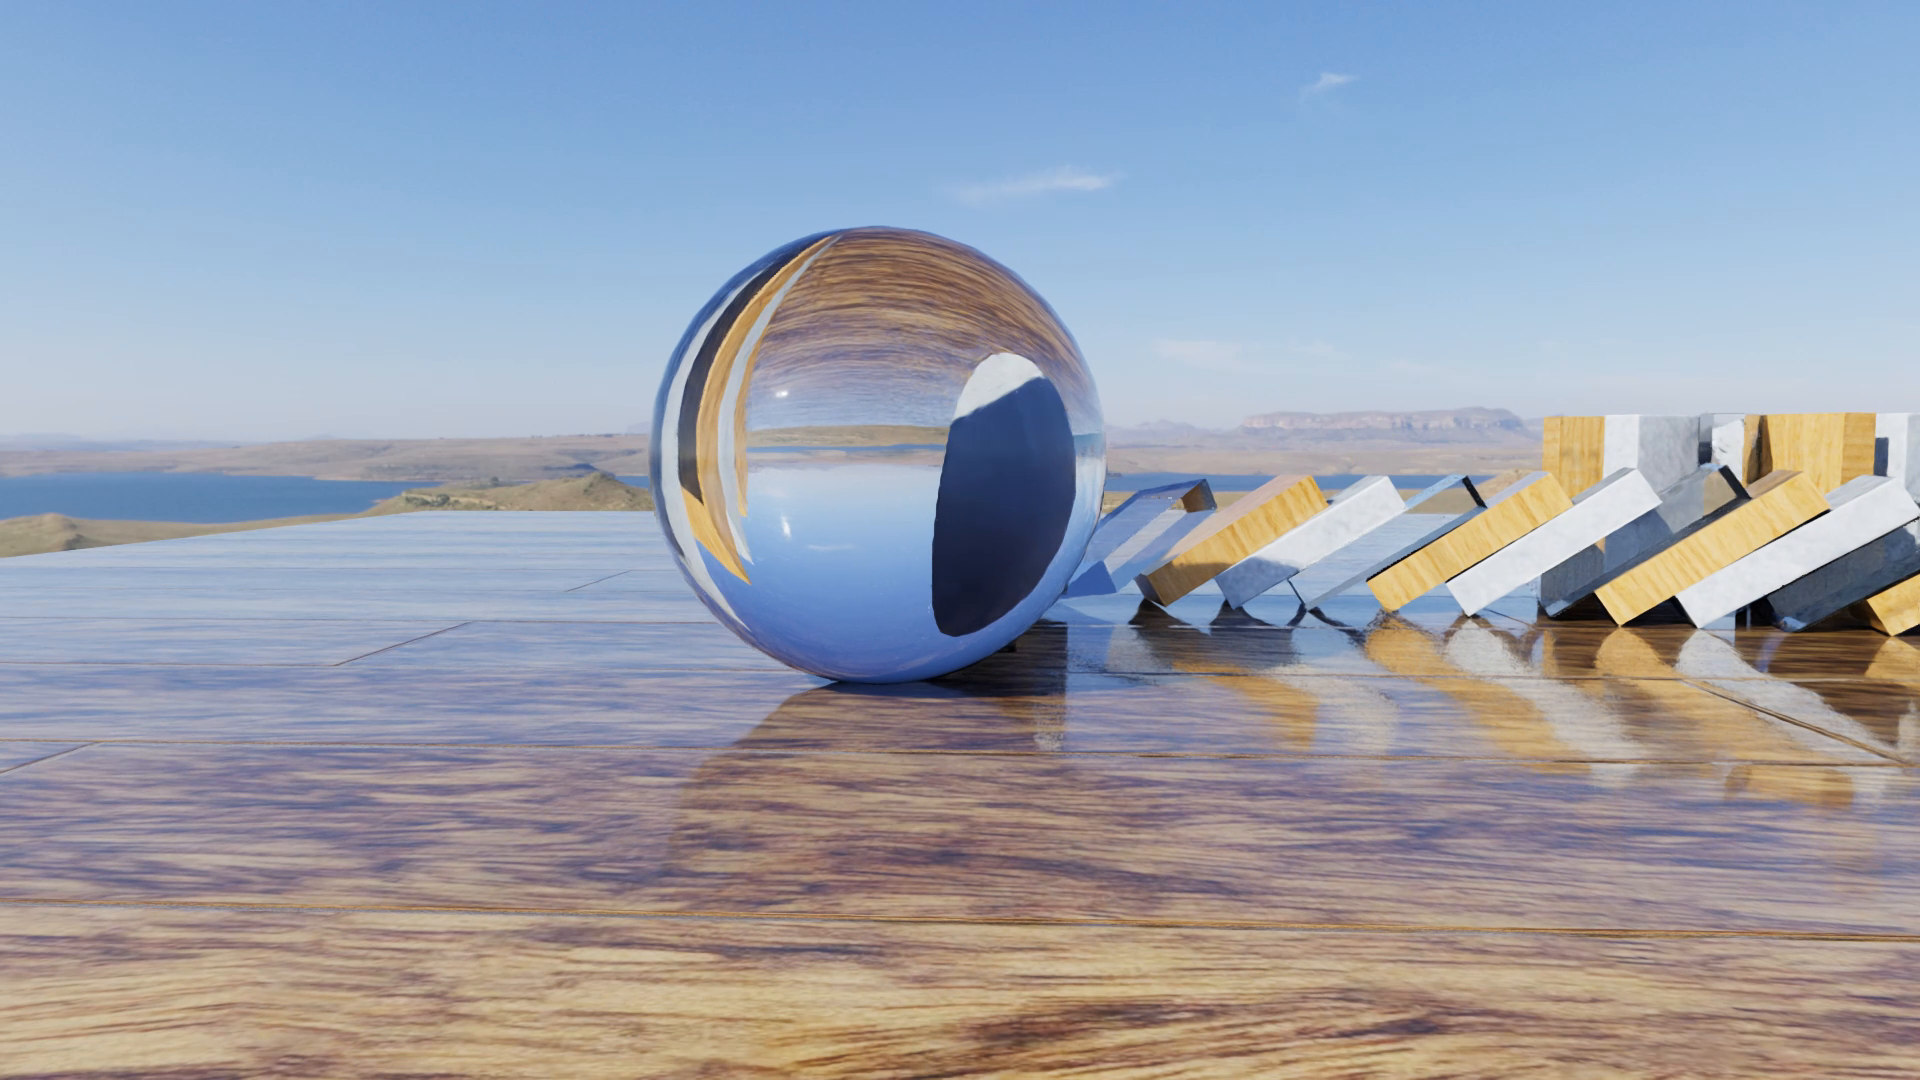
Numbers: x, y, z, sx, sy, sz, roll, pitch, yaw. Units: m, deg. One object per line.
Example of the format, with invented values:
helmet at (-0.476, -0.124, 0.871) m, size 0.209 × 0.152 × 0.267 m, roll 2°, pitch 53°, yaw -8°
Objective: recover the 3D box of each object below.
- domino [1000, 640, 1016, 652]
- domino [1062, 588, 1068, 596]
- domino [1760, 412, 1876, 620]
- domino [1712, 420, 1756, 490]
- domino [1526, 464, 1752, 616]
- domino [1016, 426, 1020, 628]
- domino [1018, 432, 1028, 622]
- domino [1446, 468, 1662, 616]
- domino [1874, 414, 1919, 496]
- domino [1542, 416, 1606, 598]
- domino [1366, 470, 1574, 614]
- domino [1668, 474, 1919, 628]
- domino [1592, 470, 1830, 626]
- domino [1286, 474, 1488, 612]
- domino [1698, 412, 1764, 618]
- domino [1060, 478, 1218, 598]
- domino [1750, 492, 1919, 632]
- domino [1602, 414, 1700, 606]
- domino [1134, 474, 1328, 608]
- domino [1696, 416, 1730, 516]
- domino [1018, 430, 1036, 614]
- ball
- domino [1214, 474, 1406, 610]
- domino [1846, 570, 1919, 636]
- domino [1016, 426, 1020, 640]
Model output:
domino at (0.000, -0.001, 0.271) m, size 0.025 × 0.050 × 0.009 m, roll 0°, pitch -30°, yaw 4°
domino at (0.016, -0.005, 0.348) m, size 0.025 × 0.010 × 0.050 m, roll -8°, pitch 43°, yaw 11°
domino at (0.214, -0.007, 0.322) m, size 0.009 × 0.050 × 0.025 m, roll -1°, pitch 4°, yaw -13°
domino at (0.246, -0.011, 0.389) m, size 0.009 × 0.050 × 0.025 m, roll -27°, pitch -13°, yaw 36°
domino at (0.162, 0.000, 0.311) m, size 0.050 × 0.009 × 0.025 m, roll -36°, pitch -8°, yaw 19°
domino at (0.001, -0.004, 0.305) m, size 0.025 × 0.050 × 0.009 m, roll 0°, pitch -30°, yaw 4°
domino at (0.004, -0.004, 0.318) m, size 0.025 × 0.050 × 0.010 m, roll 0°, pitch -32°, yaw 4°
domino at (0.145, 0.000, 0.318) m, size 0.050 × 0.009 × 0.025 m, roll -36°, pitch -9°, yaw 19°
domino at (0.232, -0.007, 0.329) m, size 0.010 × 0.050 × 0.025 m, roll -1°, pitch 5°, yaw -18°
domino at (0.177, -0.009, 0.359) m, size 0.025 × 0.050 × 0.009 m, roll 0°, pitch 4°, yaw -2°
domino at (0.128, 0.000, 0.325) m, size 0.050 × 0.010 × 0.025 m, roll -34°, pitch -6°, yaw 16°
domino at (0.192, 0.003, 0.299) m, size 0.050 × 0.009 × 0.025 m, roll -34°, pitch -8°, yaw 19°
domino at (0.175, 0.002, 0.304) m, size 0.050 × 0.010 × 0.025 m, roll -36°, pitch -8°, yaw 19°
domino at (0.109, 0.000, 0.332) m, size 0.050 × 0.010 × 0.025 m, roll -32°, pitch -4°, yaw 14°
domino at (0.195, -0.007, 0.325) m, size 0.009 × 0.050 × 0.025 m, roll 4°, pitch 6°, yaw 41°
domino at (0.047, -0.001, 0.355) m, size 0.050 × 0.009 × 0.025 m, roll -35°, pitch 16°, yaw -38°
domino at (0.209, 0.003, 0.294) m, size 0.050 × 0.009 × 0.025 m, roll -33°, pitch -7°, yaw 18°
domino at (0.183, -0.008, 0.340) m, size 0.025 × 0.050 × 0.009 m, roll -2°, pitch 5°, yaw -26°
domino at (0.071, 0.000, 0.343) m, size 0.050 × 0.010 × 0.025 m, roll -31°, pitch 5°, yaw -2°
domino at (0.231, -0.013, 0.396) m, size 0.010 × 0.050 × 0.025 m, roll -15°, pitch -3°, yaw 28°
domino at (0.007, -0.005, 0.330) m, size 0.025 × 0.050 × 0.009 m, roll -1°, pitch -33°, yaw 3°
ball at (-0.014, -0.015, 0.227) m, size 0.080 × 0.080 × 0.080 m, roll 0°, pitch 4°, yaw 0°
domino at (0.090, 0.000, 0.338) m, size 0.050 × 0.009 × 0.025 m, roll -32°, pitch -1°, yaw 9°
domino at (0.227, 0.003, 0.288) m, size 0.050 × 0.009 × 0.025 m, roll -33°, pitch -4°, yaw 19°
domino at (0.000, -0.002, 0.283) m, size 0.025 × 0.050 × 0.010 m, roll 0°, pitch -30°, yaw 4°
